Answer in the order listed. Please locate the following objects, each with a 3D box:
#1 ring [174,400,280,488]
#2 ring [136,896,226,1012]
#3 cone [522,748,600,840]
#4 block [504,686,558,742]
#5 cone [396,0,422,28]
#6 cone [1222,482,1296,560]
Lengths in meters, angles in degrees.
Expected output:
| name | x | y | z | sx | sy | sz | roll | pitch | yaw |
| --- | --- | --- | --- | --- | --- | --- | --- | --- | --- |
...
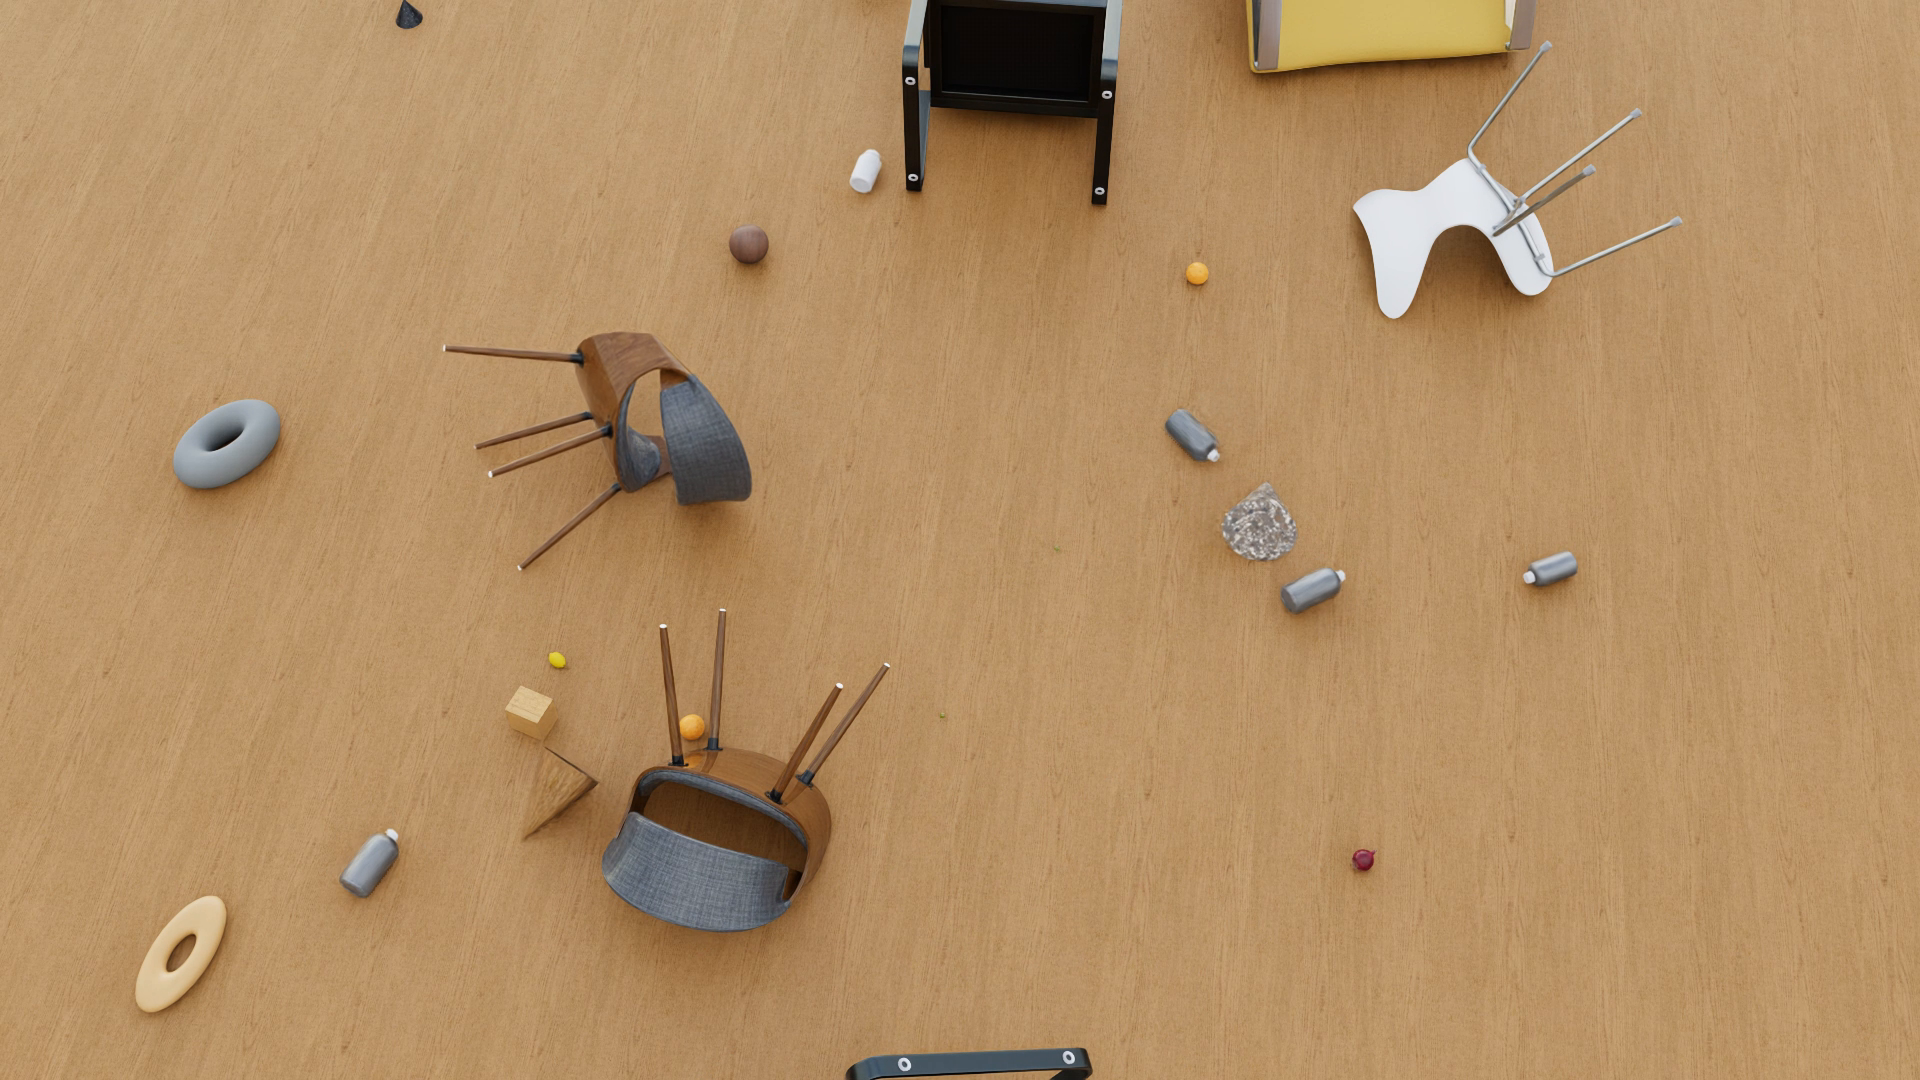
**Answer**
| name | x | y | z | sx | sy | sz | roll | pitch | yaw |
| --- | --- | --- | --- | --- | --- | --- | --- | --- | --- |
| ring | -2.230 | -0.293 | 6.693 | 0.220 | 0.132 | 0.356 | 39 | 65 | 24 |
| ring | -2.057 | 1.091 | 5.810 | 0.165 | 0.053 | 0.350 | 18 | 57 | 13 |
| cone | -1.135 | 0.724 | 6.038 | 0.228 | 0.153 | 0.249 | 22 | 76 | 50 |
| block | -1.204 | 0.488 | 6.184 | 0.105 | 0.103 | 0.085 | 21 | 59 | 14 |
| cone | -1.958 | -1.879 | 7.778 | 0.096 | 0.094 | 0.103 | 14 | 57 | 9 |
| cone | 0.907 | -0.104 | 6.584 | 0.221 | 0.209 | 0.276 | 24 | 36 | -4 |
